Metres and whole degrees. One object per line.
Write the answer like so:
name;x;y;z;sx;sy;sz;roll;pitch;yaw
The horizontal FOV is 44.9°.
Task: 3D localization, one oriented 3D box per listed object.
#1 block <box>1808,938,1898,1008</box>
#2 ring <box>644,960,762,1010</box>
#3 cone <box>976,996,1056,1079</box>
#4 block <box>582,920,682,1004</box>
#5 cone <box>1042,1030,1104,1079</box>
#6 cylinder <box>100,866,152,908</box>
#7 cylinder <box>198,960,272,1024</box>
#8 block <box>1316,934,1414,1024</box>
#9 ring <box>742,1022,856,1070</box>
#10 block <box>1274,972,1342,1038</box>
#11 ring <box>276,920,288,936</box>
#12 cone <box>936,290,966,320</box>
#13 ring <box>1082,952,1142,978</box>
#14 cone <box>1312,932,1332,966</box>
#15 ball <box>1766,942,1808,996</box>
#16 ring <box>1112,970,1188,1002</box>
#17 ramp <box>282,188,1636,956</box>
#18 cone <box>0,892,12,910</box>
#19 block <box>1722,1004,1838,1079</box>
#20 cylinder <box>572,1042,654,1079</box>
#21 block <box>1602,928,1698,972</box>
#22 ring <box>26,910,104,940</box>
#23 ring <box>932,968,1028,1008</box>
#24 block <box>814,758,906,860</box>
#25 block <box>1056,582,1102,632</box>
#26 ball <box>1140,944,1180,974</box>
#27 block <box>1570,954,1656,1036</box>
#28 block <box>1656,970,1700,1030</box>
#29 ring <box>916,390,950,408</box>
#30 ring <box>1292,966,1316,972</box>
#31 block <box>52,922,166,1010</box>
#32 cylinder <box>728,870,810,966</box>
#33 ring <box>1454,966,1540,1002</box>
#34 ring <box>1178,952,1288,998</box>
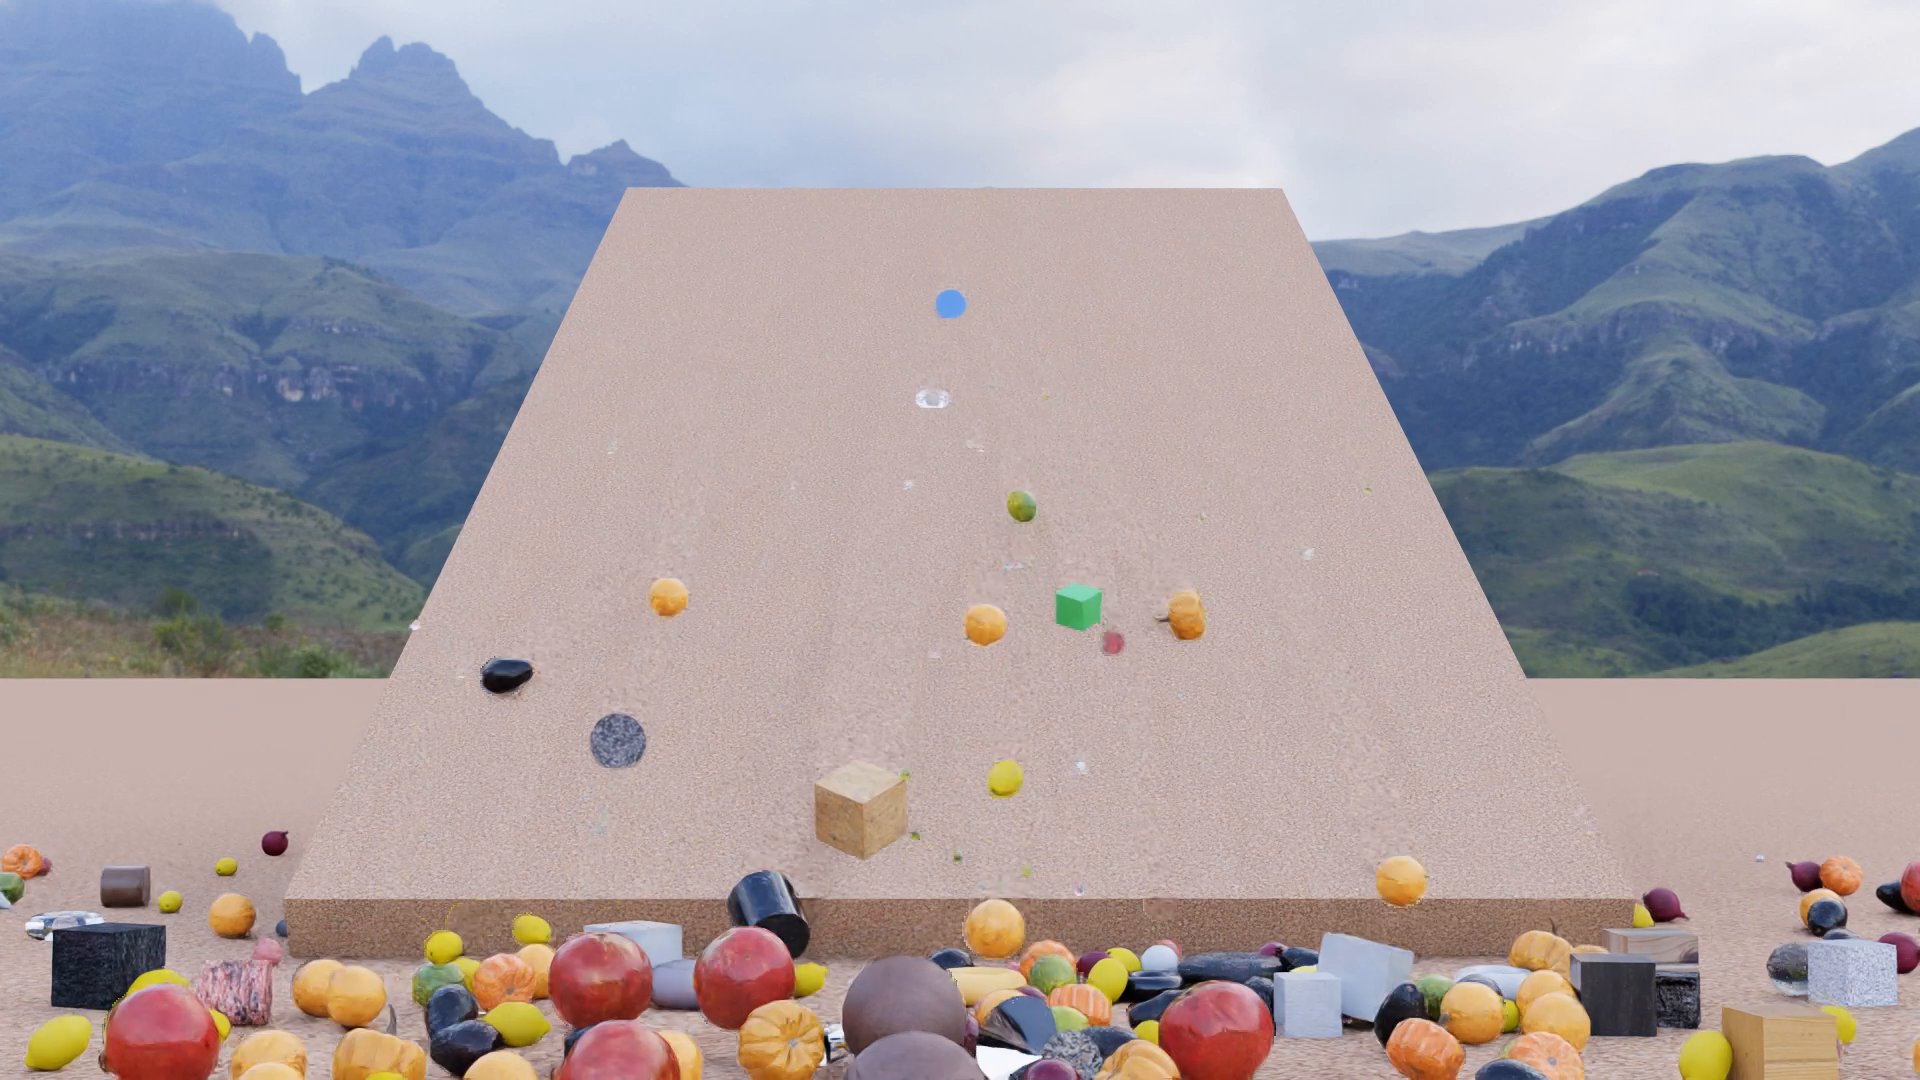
block;1.146;0.556;2.983;0.076;0.076;0.076;1;-3;-19
ring;-0.329;0.569;2.970;0.150;0.050;0.150;1;-2;0
cone;0.083;0.542;2.444;0.096;0.096;0.096;-2;-31;36
block;-0.429;0.551;3.043;0.092;0.092;0.092;3;-5;-44
cone;0.107;0.545;2.380;0.065;0.065;0.065;1;-30;-15
cylinder;-1.508;0.627;4.198;0.073;0.073;0.073;0;-3;-8
cylinder;-0.873;0.545;2.797;0.077;0.077;0.077;3;-4;-10
block;0.485;0.528;2.798;0.086;0.086;0.086;10;-5;30
ring;-0.174;0.545;2.505;0.123;0.041;0.123;-4;-7;0
block;0.409;0.547;2.733;0.066;0.066;0.066;0;-3;-3
ring;-1.065;0.625;3.744;0.075;0.025;0.075;-1;-4;0
cone;-0.022;-0.598;5.960;0.077;0.077;0.077;0;1;5
ring;0.214;0.595;3.258;0.087;0.029;0.087;1;-3;0
cone;0.496;0.562;3.112;0.078;0.078;0.078;0;-3;0
ball;1.095;0.562;3.042;0.070;0.070;0.070;0;-3;0
ring;0.247;0.580;3.018;0.098;0.033;0.098;-1;-3;0
ramp;-0.008;-0.227;5.282;2.000;0.100;4.000;0;24;0
cone;-1.721;0.648;4.156;0.057;0.057;0.057;28;-9;-11
block;0.831;0.518;2.356;0.080;0.080;0.080;1;-3;-11
cylinder;-0.332;0.519;2.221;0.063;0.063;0.063;-10;1;-25
block;0.881;0.547;2.964;0.091;0.091;0.091;0;-3;-5
ring;-1.429;0.616;3.707;0.118;0.039;0.118;-1;-3;0
ring;0.025;0.574;2.981;0.124;0.041;0.124;1;-4;0
block;-0.153;0.414;3.571;0.099;0.099;0.099;18;29;35
block;0.219;0.124;4.282;0.061;0.061;0.061;17;29;33
ball;0.265;0.563;3.081;0.051;0.051;0.051;0;-3;0
block;0.773;0.538;2.749;0.085;0.085;0.085;0;-3;7
block;0.859;0.554;2.799;0.060;0.060;0.060;-1;-4;22
ring;-0.062;-0.324;5.346;0.080;0.027;0.080;1;23;0
ring;0.444;0.566;2.935;0.084;0.028;0.084;-11;19;4
block;-1.090;0.545;2.974;0.097;0.097;0.097;-1;-4;22
cylinder;-0.273;0.540;3.313;0.097;0.097;0.097;1;30;-22
ring;0.700;0.578;3.025;0.111;0.037;0.111;0;-2;0
ring;0.362;0.575;3.073;0.149;0.050;0.149;0;-4;0
